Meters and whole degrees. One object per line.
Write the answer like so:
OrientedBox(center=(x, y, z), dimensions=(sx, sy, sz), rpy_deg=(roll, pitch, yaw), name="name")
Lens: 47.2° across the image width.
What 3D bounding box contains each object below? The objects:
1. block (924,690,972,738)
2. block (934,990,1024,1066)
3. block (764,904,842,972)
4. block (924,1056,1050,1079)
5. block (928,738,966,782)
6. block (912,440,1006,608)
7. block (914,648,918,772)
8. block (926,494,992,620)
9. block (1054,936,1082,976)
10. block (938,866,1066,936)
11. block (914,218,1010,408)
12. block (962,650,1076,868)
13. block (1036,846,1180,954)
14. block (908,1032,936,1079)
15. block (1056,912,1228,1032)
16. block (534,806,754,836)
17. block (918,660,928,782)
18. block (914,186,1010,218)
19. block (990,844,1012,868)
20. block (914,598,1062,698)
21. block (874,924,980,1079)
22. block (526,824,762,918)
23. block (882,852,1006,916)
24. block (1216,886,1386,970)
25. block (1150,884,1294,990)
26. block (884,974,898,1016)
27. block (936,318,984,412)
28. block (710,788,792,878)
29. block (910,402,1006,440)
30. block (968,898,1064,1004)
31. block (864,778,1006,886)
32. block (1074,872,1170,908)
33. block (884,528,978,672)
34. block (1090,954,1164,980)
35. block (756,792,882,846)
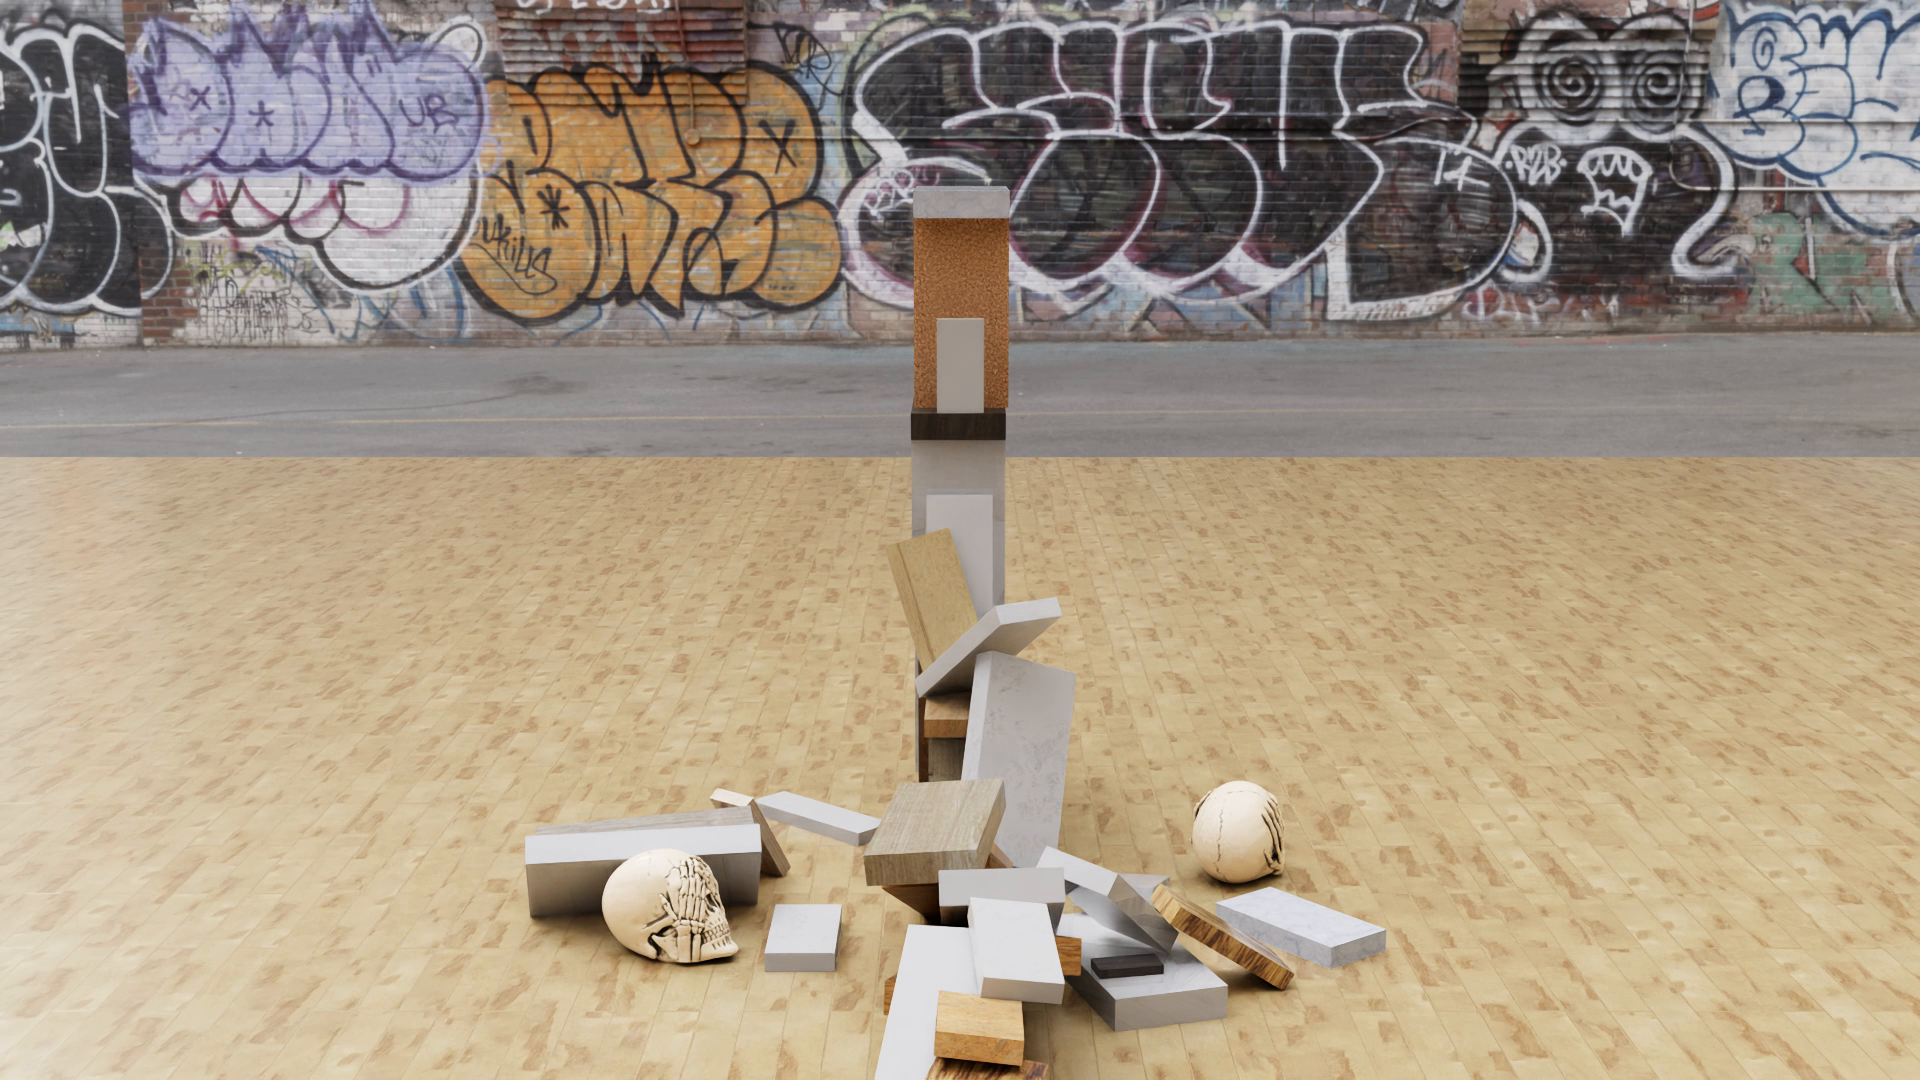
OrientedBox(center=(-0.004, 0.302, 3.906), dimensions=(0.112, 0.032, 0.224), rpy_deg=(0, 12, 1), name="block")
OrientedBox(center=(0.022, 0.569, 2.571), dimensions=(0.100, 0.028, 0.200), rpy_deg=(6, 1, 0), name="block")
OrientedBox(center=(-0.243, 0.619, 3.429), dimensions=(0.106, 0.030, 0.212), rpy_deg=(0, 11, 0), name="block")
OrientedBox(center=(0.003, 0.652, 2.407), dimensions=(0.127, 0.036, 0.254), rpy_deg=(7, 24, 16), name="block")
OrientedBox(center=(0.001, 0.442, 3.859), dimensions=(0.112, 0.224, 0.032), rpy_deg=(0, -8, 0), name="block")
OrientedBox(center=(-0.003, -0.022, 4.071), dimensions=(0.172, 0.344, 0.049), rpy_deg=(0, 10, 0), name="block")
OrientedBox(center=(-0.003, 0.111, 4.329), dimensions=(0.172, 0.700, 0.049), rpy_deg=(0, 11, 0), name="block")
OrientedBox(center=(-0.001, 0.040, 4.012), dimensions=(0.121, 0.242, 0.034), rpy_deg=(0, -3, 0), name="block")
OrientedBox(center=(0.046, 0.573, 3.070), dimensions=(0.172, 0.049, 0.345), rpy_deg=(4, -9, -10), name="block")
OrientedBox(center=(0.058, 0.528, 3.185), dimensions=(0.172, 0.049, 0.345), rpy_deg=(-2, -18, 0), name="block")
OrientedBox(center=(0.002, -0.419, 4.050), dimensions=(0.174, 0.347, 0.049), rpy_deg=(0, 10, 0), name="block")
OrientedBox(center=(0.094, 0.381, 3.738), dimensions=(0.176, 0.352, 0.050), rpy_deg=(17, -19, -29), name="block")
OrientedBox(center=(0.218, 0.527, 3.212), dimensions=(0.124, 0.035, 0.248), rpy_deg=(17, -19, 35), name="block")
OrientedBox(center=(-0.010, 0.636, 2.526), dimensions=(0.100, 0.028, 0.200), rpy_deg=(0, 23, 1), name="block")
OrientedBox(center=(0.250, 0.636, 3.287), dimensions=(0.172, 0.049, 0.345), rpy_deg=(-3, 11, -17), name="block")
OrientedBox(center=(-0.530, 0.517, 3.644), dimensions=(0.352, 0.050, 0.176), rpy_deg=(-4, -30, -19), name="block")
OrientedBox(center=(0.002, 0.360, 4.054), dimensions=(0.156, 0.312, 0.044), rpy_deg=(0, 10, 1), name="block")
OrientedBox(center=(0.003, -0.636, 4.128), dimensions=(0.174, 0.049, 0.347), rpy_deg=(0, 10, 0), name="block")
OrientedBox(center=(-0.019, 0.516, 3.502), dimensions=(0.164, 0.047, 0.328), rpy_deg=(-4, -17, 8), name="block")
OrientedBox(center=(0.045, 0.189, 3.819), dimensions=(0.121, 0.034, 0.343), rpy_deg=(-7, -21, -29), name="block")
OrientedBox(center=(-0.008, 0.589, 2.712), dimensions=(0.153, 0.043, 0.305), rpy_deg=(2, 27, 6), name="block")
OrientedBox(center=(-0.508, 0.532, 3.534), dimensions=(0.367, 0.176, 0.050), rpy_deg=(-2, 53, -9), name="block")
OrientedBox(center=(-0.007, 0.534, 3.402), dimensions=(0.164, 0.047, 0.329), rpy_deg=(-4, -17, 9), name="block")
OrientedBox(center=(0.535, 0.609, 3.468), dimensions=(0.124, 0.035, 0.248), rpy_deg=(-8, 13, -37), name="block")
OrientedBox(center=(0.389, 0.591, 3.276), dimensions=(0.212, 0.030, 0.106), rpy_deg=(32, 3, -15), name="block")
OrientedBox(center=(-0.006, 0.610, 2.981), dimensions=(0.153, 0.043, 0.361), rpy_deg=(2, -7, 5), name="block")
OrientedBox(center=(0.001, -0.315, 3.977), dimensions=(0.085, 0.169, 0.024), rpy_deg=(0, 11, 0), name="block")
OrientedBox(center=(-0.356, 0.498, 3.737), dimensions=(0.085, 0.169, 0.024), rpy_deg=(9, 45, 39), name="block")
OrientedBox(center=(-0.003, -0.236, 4.148), dimensions=(0.172, 0.049, 0.344), rpy_deg=(0, 11, 0), name="block")
OrientedBox(center=(0.068, 0.512, 2.751), dimensions=(0.100, 0.028, 0.200), rpy_deg=(6, 19, -7), name="block")
OrientedBox(center=(-0.033, 0.434, 3.291), dimensions=(0.164, 0.047, 0.329), rpy_deg=(-4, 11, 9), name="block")
OrientedBox(center=(0.263, 0.564, 3.540), dimensions=(0.124, 0.035, 0.248), rpy_deg=(1, -4, 12), name="block")
OrientedBox(center=(-0.042, 0.111, 3.958), dimensions=(0.121, 0.242, 0.034), rpy_deg=(-17, -10, -3), name="block")
OrientedBox(center=(0.243, 0.620, 3.201), dimensions=(0.096, 0.014, 0.048), rpy_deg=(-2, 11, -12), name="block")
OrientedBox(center=(-0.256, 0.510, 4.036), dimensions=(0.285, 0.024, 0.085), rpy_deg=(10, 14, 42), name="block")
